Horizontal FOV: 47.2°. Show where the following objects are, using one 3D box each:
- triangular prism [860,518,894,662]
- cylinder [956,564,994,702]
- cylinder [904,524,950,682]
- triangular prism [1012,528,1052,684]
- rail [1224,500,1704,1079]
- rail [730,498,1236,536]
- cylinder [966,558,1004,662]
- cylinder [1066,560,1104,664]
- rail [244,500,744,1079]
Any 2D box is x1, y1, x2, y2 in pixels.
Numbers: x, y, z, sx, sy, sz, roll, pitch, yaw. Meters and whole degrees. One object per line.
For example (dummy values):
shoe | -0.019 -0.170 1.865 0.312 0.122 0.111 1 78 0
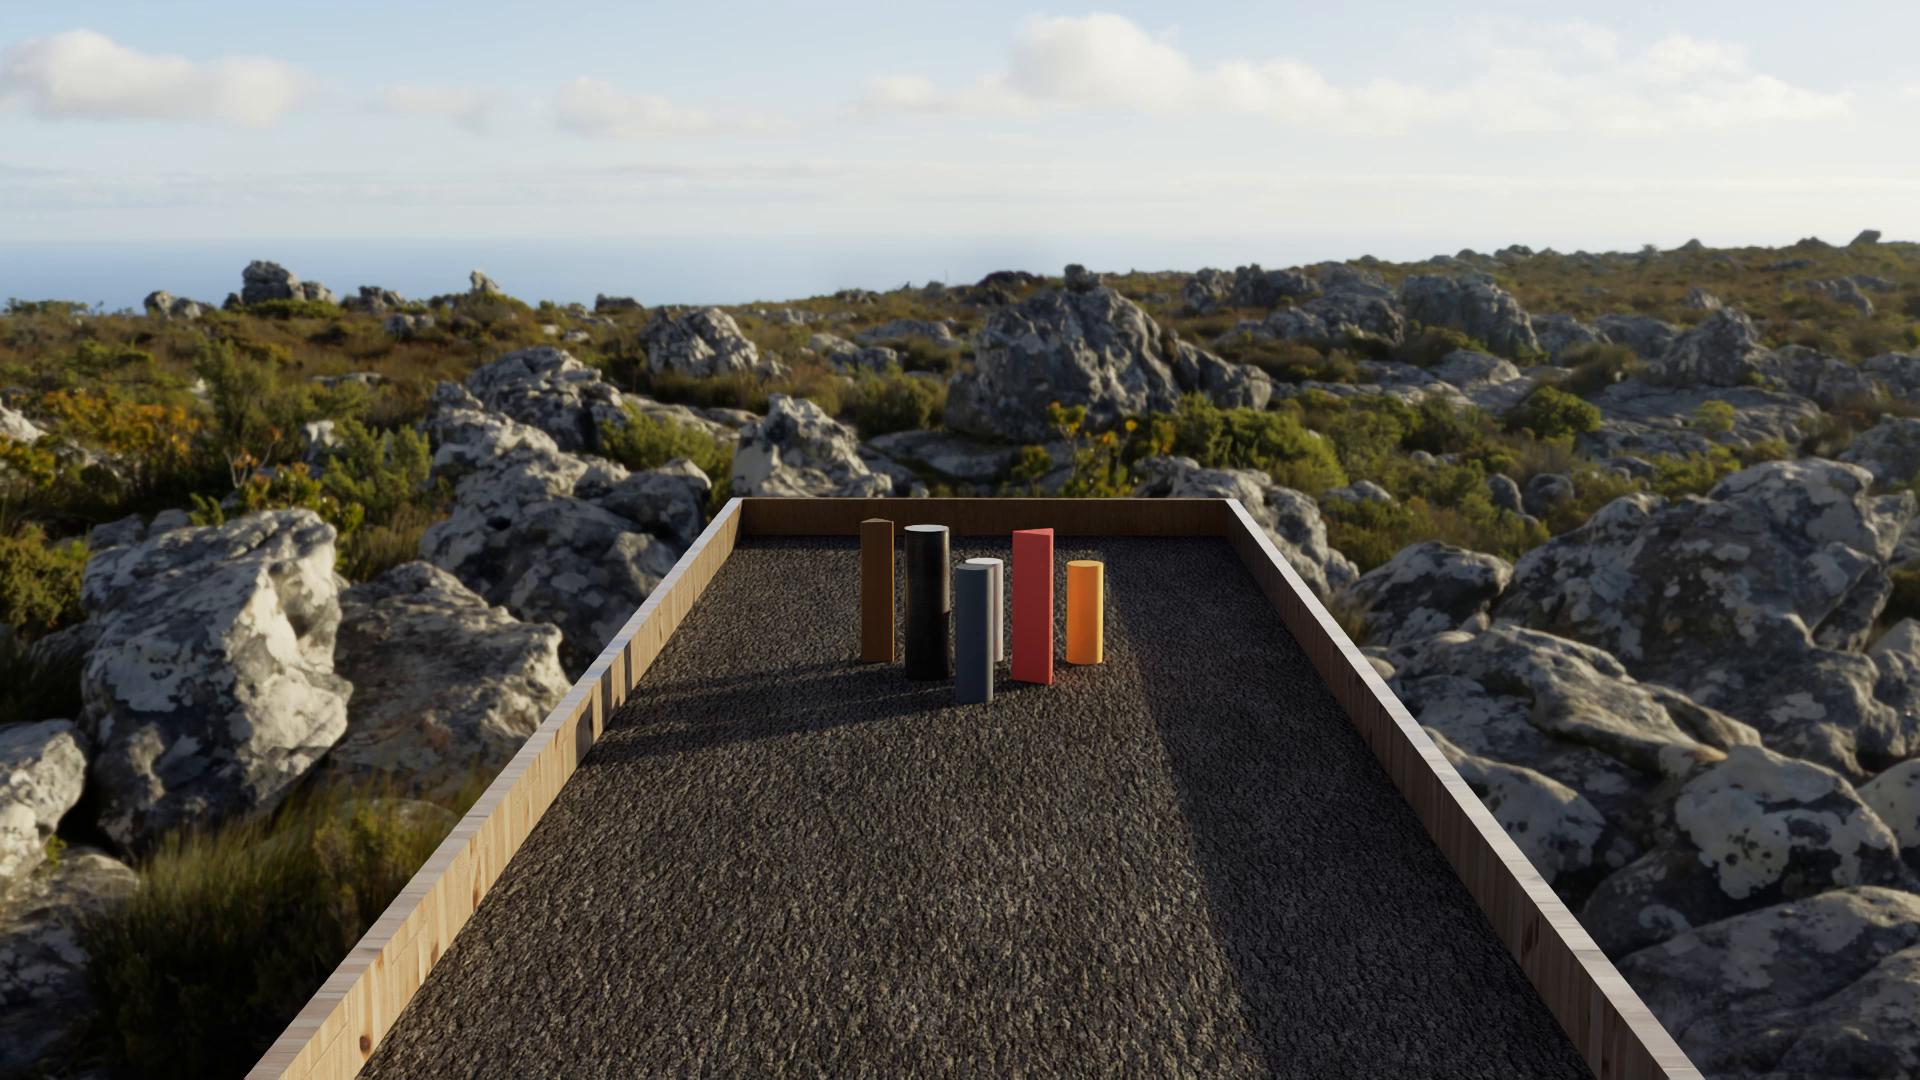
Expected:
triangular prism | -0.254 0.151 6.690 0.097 0.428 0.084 -1 9 -6
cylinder | 0.040 0.260 6.164 0.106 0.376 0.106 0 9 0
cylinder | -0.096 0.183 6.442 0.131 0.442 0.131 0 9 0
triangular prism | 0.238 0.189 6.418 0.131 0.438 0.113 6 11 33
rail | 1.046 0.843 3.208 0.050 0.150 12.000 0 9 1
rail | 0.099 -0.098 9.147 2.100 0.150 0.050 0 9 1
cylinder | 0.074 0.213 6.697 0.115 0.302 0.115 0 9 0
cylinder | 0.378 0.219 6.669 0.109 0.300 0.109 0 9 0
rail | -1.004 0.839 3.234 0.050 0.150 12.000 0 9 1
